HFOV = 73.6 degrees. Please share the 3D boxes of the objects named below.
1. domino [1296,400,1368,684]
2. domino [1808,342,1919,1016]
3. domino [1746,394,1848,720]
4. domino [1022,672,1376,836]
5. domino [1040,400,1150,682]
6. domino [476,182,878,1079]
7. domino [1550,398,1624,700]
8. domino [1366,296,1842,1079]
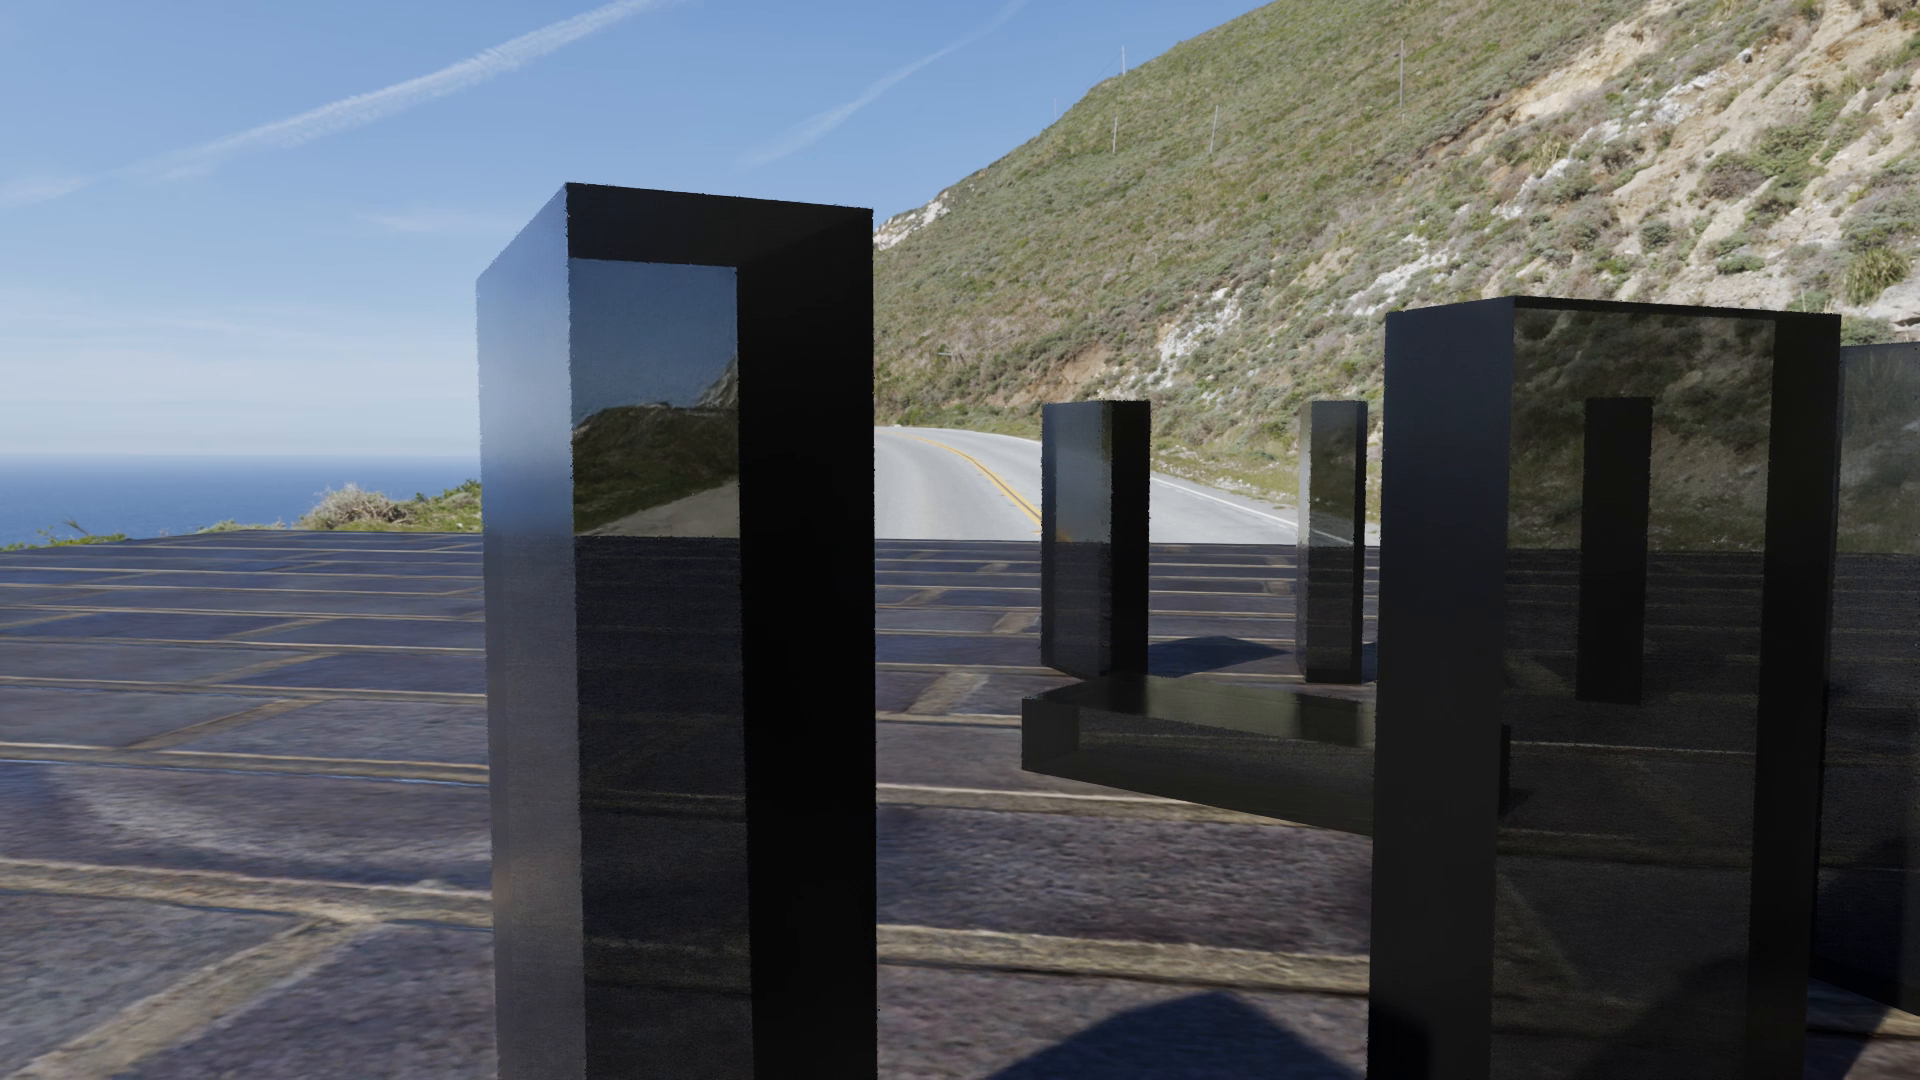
[{"bbox_3d":[0.069,0.000,0.238,0.009,0.050,0.025,1,4,10],"label":"domino"},{"bbox_3d":[0.076,0.011,0.094,0.010,0.050,0.025,-2,5,-25],"label":"domino"},{"bbox_3d":[0.136,0.002,0.208,0.009,0.050,0.025,3,5,39],"label":"domino"},{"bbox_3d":[0.035,0.026,0.162,0.050,0.009,0.025,3,5,38],"label":"domino"},{"bbox_3d":[0.025,0.000,0.236,0.010,0.050,0.025,-2,5,-21],"label":"domino"},{"bbox_3d":[-0.013,0.014,0.052,0.009,0.050,0.025,-2,5,-26],"label":"domino"},{"bbox_3d":[0.110,0.001,0.225,0.010,0.050,0.025,2,5,26],"label":"domino"},{"bbox_3d":[0.038,0.012,0.076,0.025,0.050,0.010,-2,5,-22],"label":"domino"}]
